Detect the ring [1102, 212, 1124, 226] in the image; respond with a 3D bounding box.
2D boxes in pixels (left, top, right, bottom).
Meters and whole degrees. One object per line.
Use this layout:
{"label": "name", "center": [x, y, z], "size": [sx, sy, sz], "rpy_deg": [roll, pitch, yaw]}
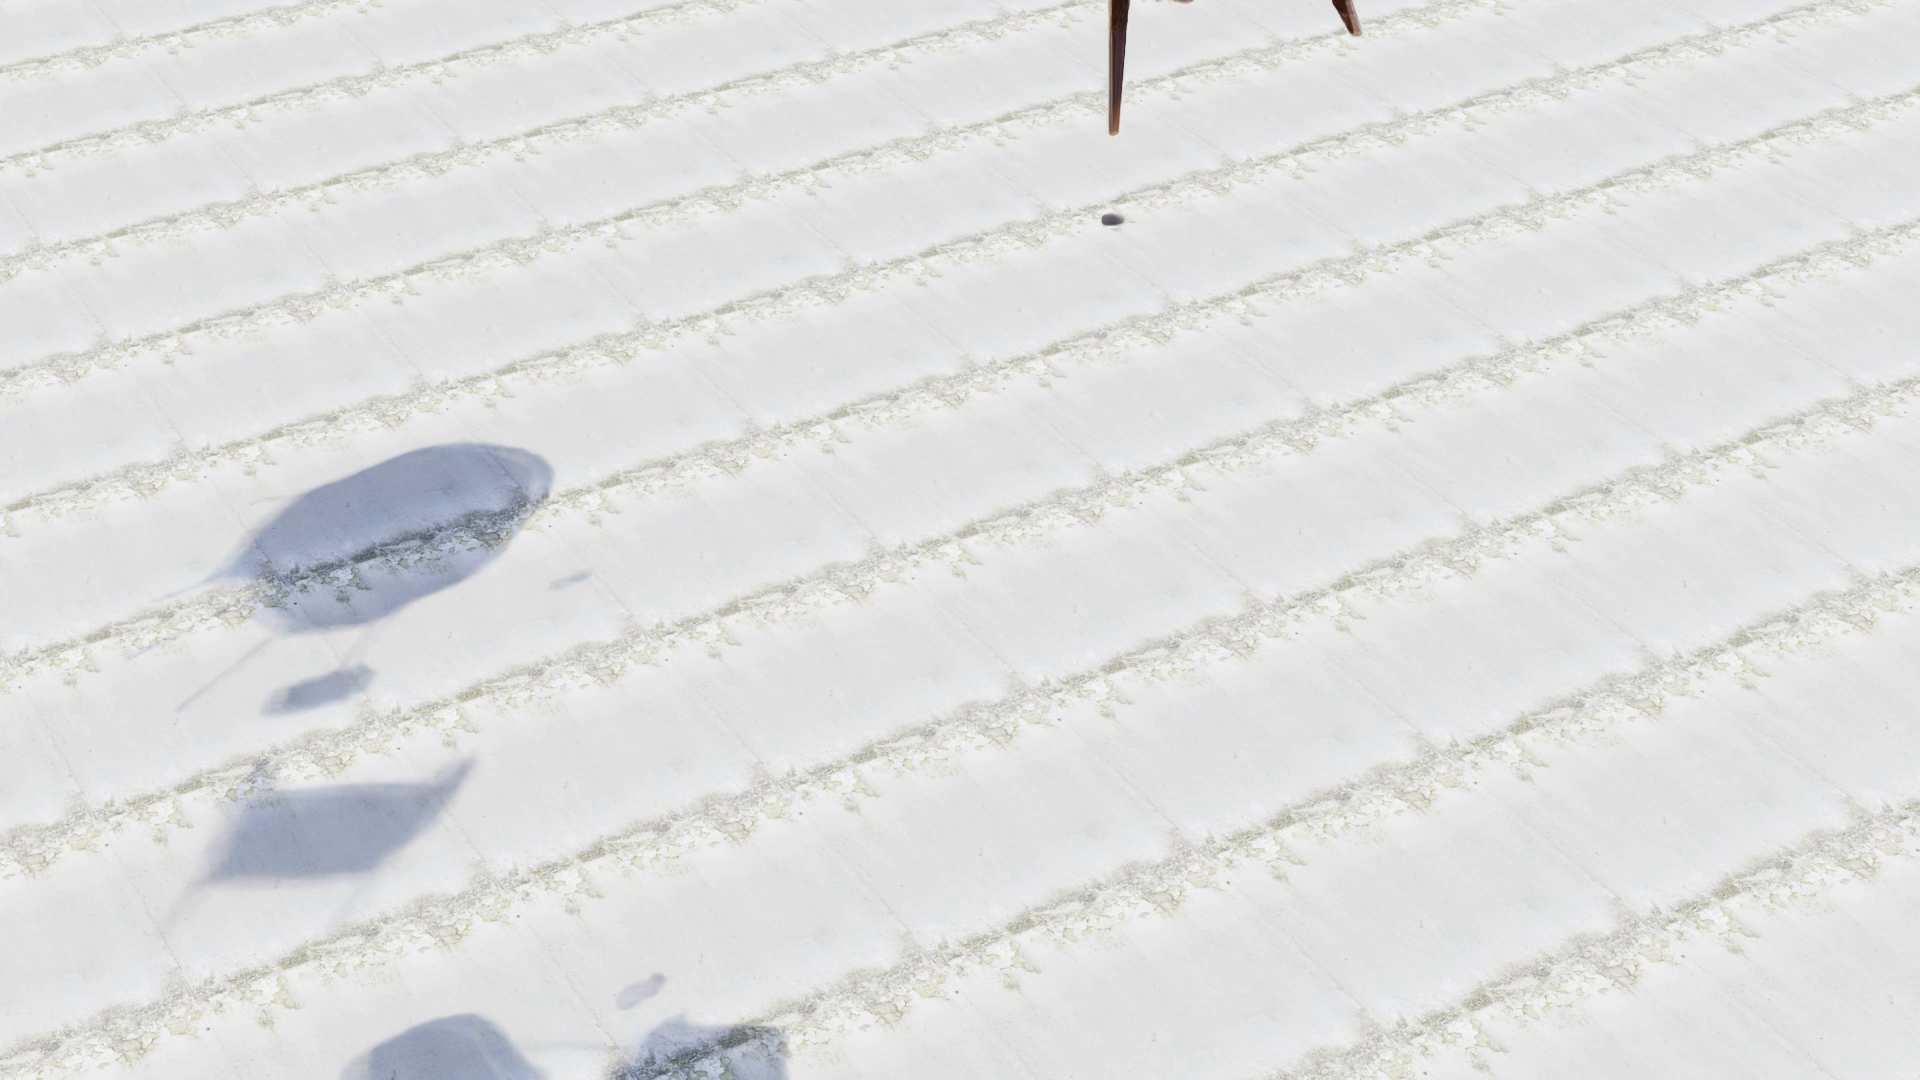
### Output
{"label": "ring", "center": [0.457, -0.959, 8.762], "size": [0.067, 0.032, 0.111], "rpy_deg": [-2, 0, -16]}
